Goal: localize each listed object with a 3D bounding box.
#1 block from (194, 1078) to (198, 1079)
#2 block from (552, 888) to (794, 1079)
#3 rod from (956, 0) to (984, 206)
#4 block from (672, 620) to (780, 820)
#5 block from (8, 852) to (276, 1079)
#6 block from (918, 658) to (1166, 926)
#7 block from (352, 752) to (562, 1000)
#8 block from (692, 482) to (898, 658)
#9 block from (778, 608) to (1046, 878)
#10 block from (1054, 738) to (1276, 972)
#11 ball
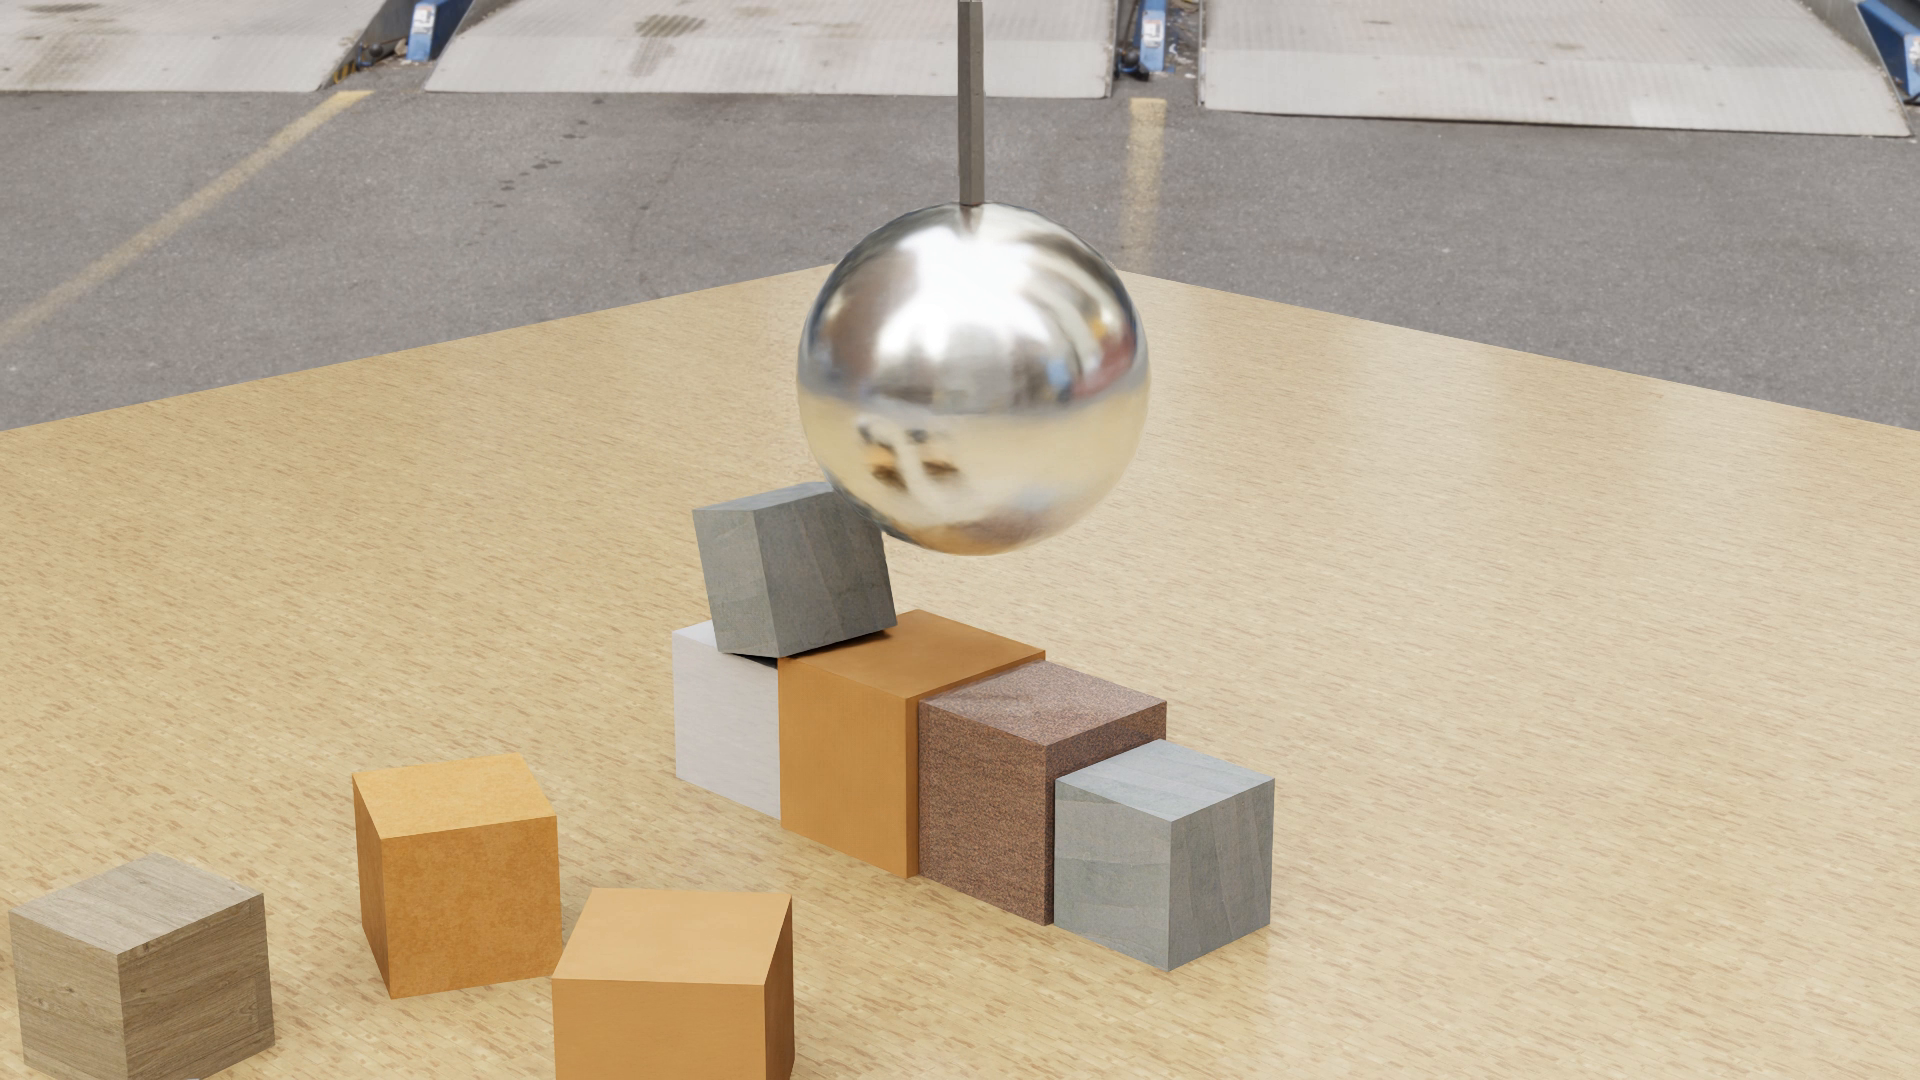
[{"bbox_3d":[-2.930,2.323,9.706,0.803,0.747,0.733,-3,18,-9],"label":"block"},{"bbox_3d":[-1.083,1.846,11.268,0.790,0.721,0.810,1,17,4],"label":"block"},{"bbox_3d":[0.026,-3.957,12.125,0.080,5.200,0.080,17,25,42],"label":"rod"},{"bbox_3d":[-0.820,0.814,14.477,0.836,0.765,0.840,-17,24,-42],"label":"block"},{"bbox_3d":[-3.249,1.746,11.670,0.671,0.671,0.712,13,21,35],"label":"block"},{"bbox_3d":[0.373,1.130,13.327,0.792,0.853,0.790,-17,24,-42],"label":"block"},{"bbox_3d":[-2.161,1.428,12.591,0.733,0.726,0.764,-6,18,-19],"label":"block"},{"bbox_3d":[-0.789,0.131,13.965,0.656,0.697,0.602,-15,9,-32],"label":"block"},{"bbox_3d":[-0.226,0.943,13.877,0.861,0.879,0.917,17,24,42],"label":"block"},{"bbox_3d":[0.892,1.367,12.838,0.685,0.693,0.666,-17,24,-42],"label":"block"},{"bbox_3d":[0.060,-0.724,13.177,1.600,1.600,1.600,0,17,0],"label":"ball"}]
